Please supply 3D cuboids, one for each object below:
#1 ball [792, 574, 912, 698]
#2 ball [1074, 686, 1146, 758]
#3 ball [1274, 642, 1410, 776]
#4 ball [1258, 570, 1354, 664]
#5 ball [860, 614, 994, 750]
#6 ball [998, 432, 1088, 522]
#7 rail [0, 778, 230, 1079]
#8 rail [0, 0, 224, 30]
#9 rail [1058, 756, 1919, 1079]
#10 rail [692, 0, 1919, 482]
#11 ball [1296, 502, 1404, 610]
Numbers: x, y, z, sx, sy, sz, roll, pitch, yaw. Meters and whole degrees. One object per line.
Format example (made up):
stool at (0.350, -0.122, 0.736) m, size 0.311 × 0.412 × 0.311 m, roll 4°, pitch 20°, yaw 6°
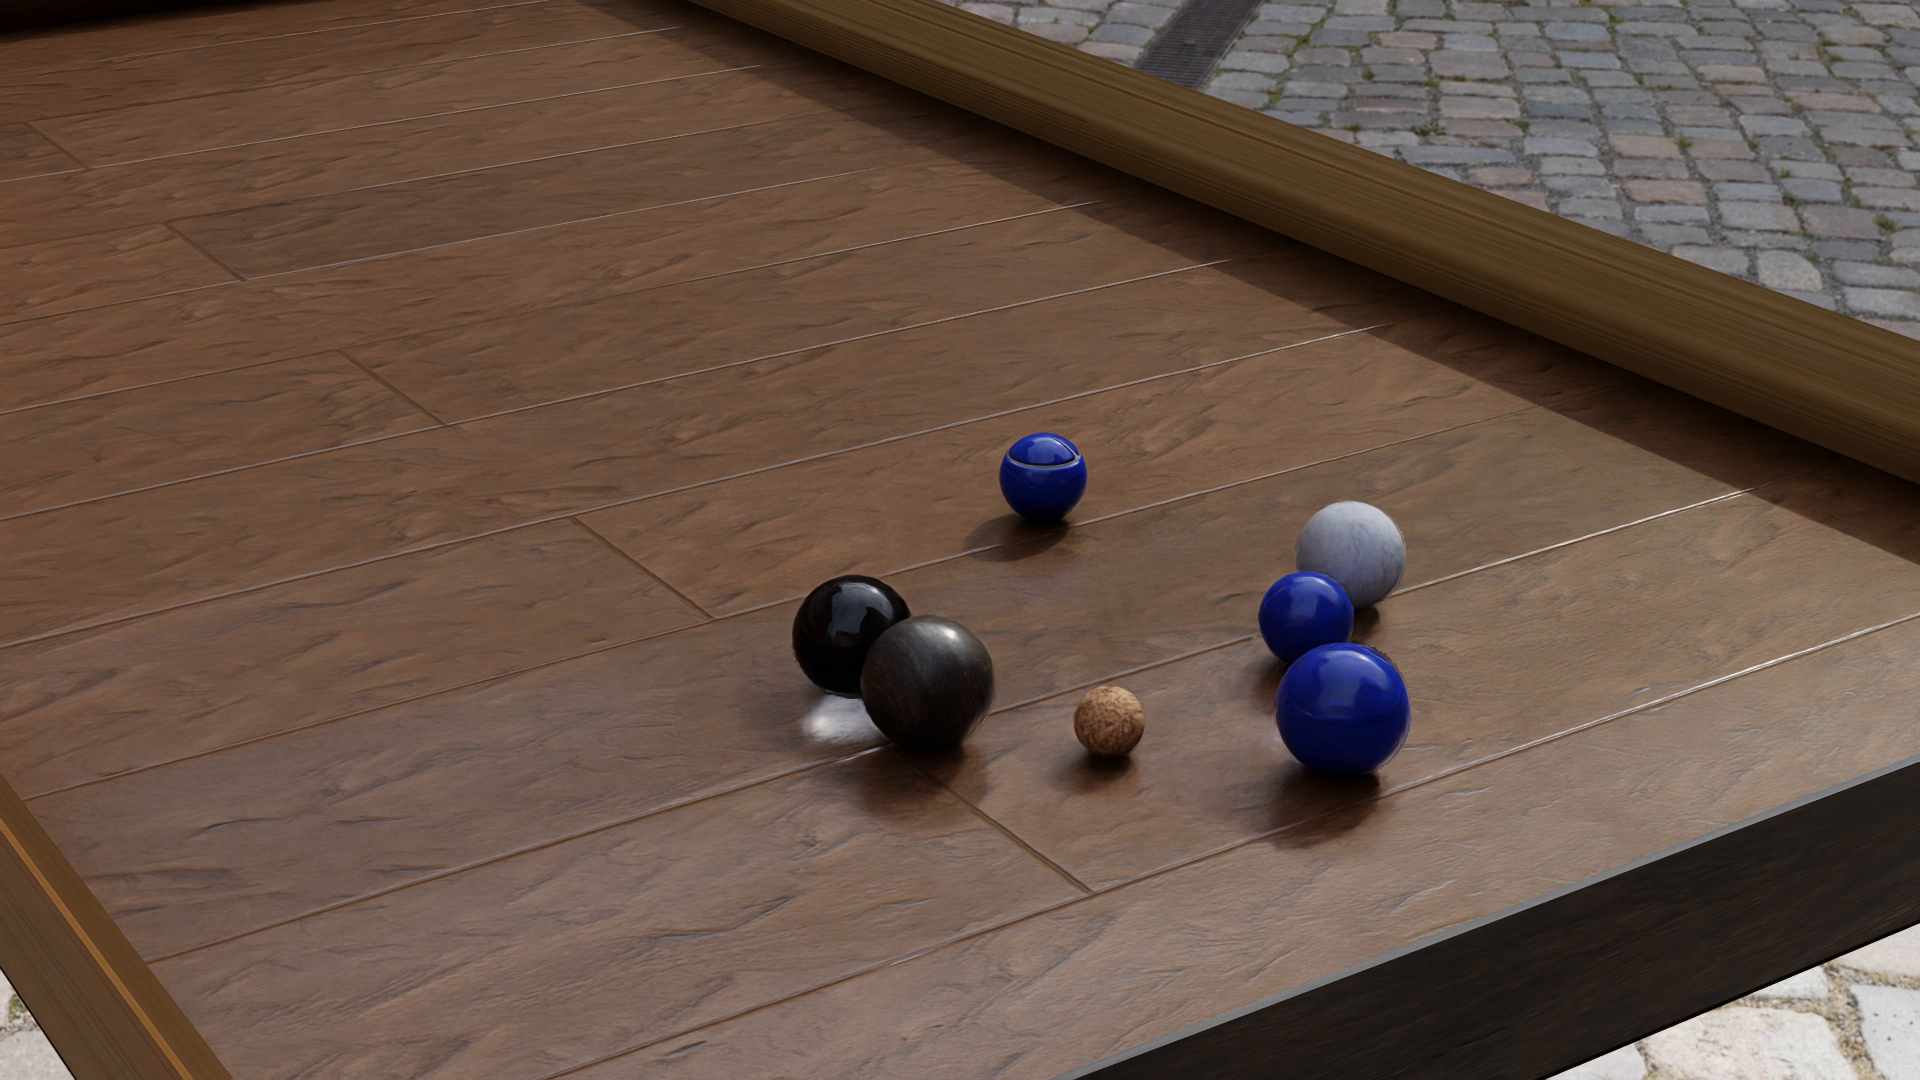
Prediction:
ball at (-0.077, 0.070, 2.127) m, size 0.090 × 0.090 × 0.090 m, roll 0°, pitch 23°, yaw 0°
ball at (0.104, 0.126, 2.045) m, size 0.050 × 0.050 × 0.050 m, roll 0°, pitch 23°, yaw 0°
ball at (0.262, 0.116, 2.015) m, size 0.092 × 0.092 × 0.092 m, roll 0°, pitch 23°, yaw 0°
ball at (0.257, 0.058, 2.178) m, size 0.071 × 0.071 × 0.071 m, roll 0°, pitch 23°, yaw 0°
ball at (-0.023, 0.099, 2.052) m, size 0.094 × 0.094 × 0.094 m, roll 0°, pitch 23°, yaw 0°
ball at (0.069, -0.052, 2.433) m, size 0.074 × 0.074 × 0.074 m, roll 0°, pitch 23°, yaw 0°
rail at (-1.073, -0.105, 2.494) m, size 0.045 × 0.122 × 3.063 m, roll -14°, pitch 27°, yaw -30°
rail at (-1.244, -0.768, 4.047) m, size 1.609 × 0.122 × 0.045 m, roll -14°, pitch 27°, yaw -30°
rail at (0.406, 0.222, 1.726) m, size 1.609 × 0.122 × 0.045 m, roll -14°, pitch 27°, yaw -30°
rail at (0.234, -0.441, 3.280) m, size 0.045 × 0.122 × 3.063 m, roll -14°, pitch 27°, yaw -30°
ball at (0.301, 0.012, 2.270) m, size 0.084 × 0.084 × 0.084 m, roll 0°, pitch 23°, yaw 0°
